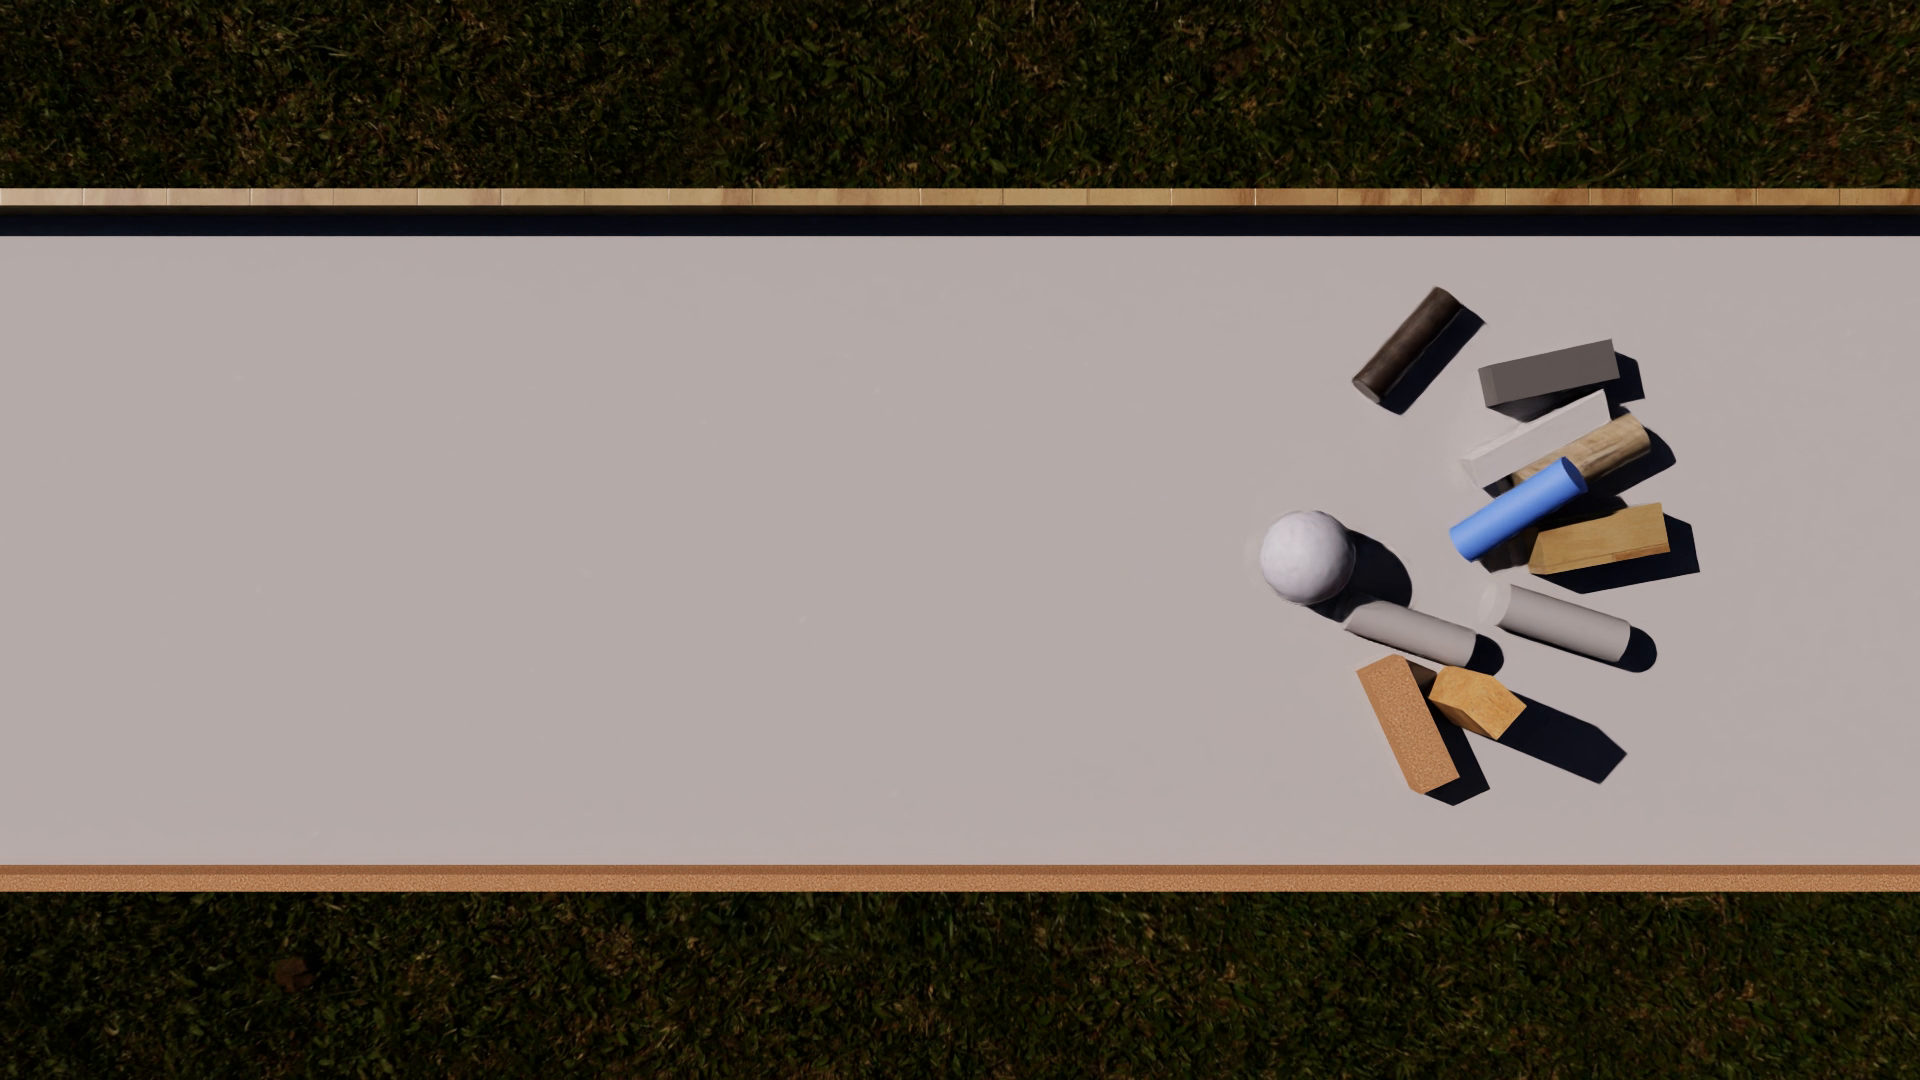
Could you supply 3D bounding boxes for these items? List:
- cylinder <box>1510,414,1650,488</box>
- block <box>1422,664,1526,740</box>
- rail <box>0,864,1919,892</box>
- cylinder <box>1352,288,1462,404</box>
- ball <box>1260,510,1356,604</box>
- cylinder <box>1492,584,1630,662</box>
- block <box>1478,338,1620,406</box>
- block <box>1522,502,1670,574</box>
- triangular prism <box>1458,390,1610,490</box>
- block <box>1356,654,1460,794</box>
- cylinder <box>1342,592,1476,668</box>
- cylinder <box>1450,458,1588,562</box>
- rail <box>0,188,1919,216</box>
[{"bbox_3d":[1.883,-0.235,5.008,0.388,0.136,0.136,-28,90,0],"label":"cylinder"},{"bbox_3d":[1.504,0.473,4.858,0.128,0.438,0.128,41,90,0],"label":"block"},{"bbox_3d":[-2.247,1.025,5.001,12.000,0.150,0.050,0,90,0],"label":"rail"},{"bbox_3d":[1.362,-0.592,5.022,0.110,0.110,0.376,42,90,0],"label":"cylinder"},{"bbox_3d":[1.039,0.050,4.935,0.283,0.283,0.283,0,90,0],"label":"ball"},{"bbox_3d":[1.823,0.252,5.009,0.375,0.136,0.136,18,90,0],"label":"cylinder"},{"bbox_3d":[1.789,-0.507,5.017,0.373,0.120,0.120,-12,90,0],"label":"block"},{"bbox_3d":[1.924,-0.005,5.002,0.374,0.150,0.150,-11,90,0],"label":"block"},{"bbox_3d":[1.745,-0.325,5.002,0.452,0.103,0.119,-28,63,0],"label":"triangular prism"},{"bbox_3d":[1.359,0.557,5.013,0.127,0.127,0.398,-25,90,0],"label":"block"},{"bbox_3d":[1.363,0.272,5.014,0.375,0.125,0.125,18,90,0],"label":"cylinder"},{"bbox_3d":[1.661,-0.087,4.917,0.398,0.121,0.121,-38,90,33],"label":"cylinder"},{"bbox_3d":[-2.247,-1.025,5.002,12.000,0.150,0.050,0,90,0],"label":"rail"}]
